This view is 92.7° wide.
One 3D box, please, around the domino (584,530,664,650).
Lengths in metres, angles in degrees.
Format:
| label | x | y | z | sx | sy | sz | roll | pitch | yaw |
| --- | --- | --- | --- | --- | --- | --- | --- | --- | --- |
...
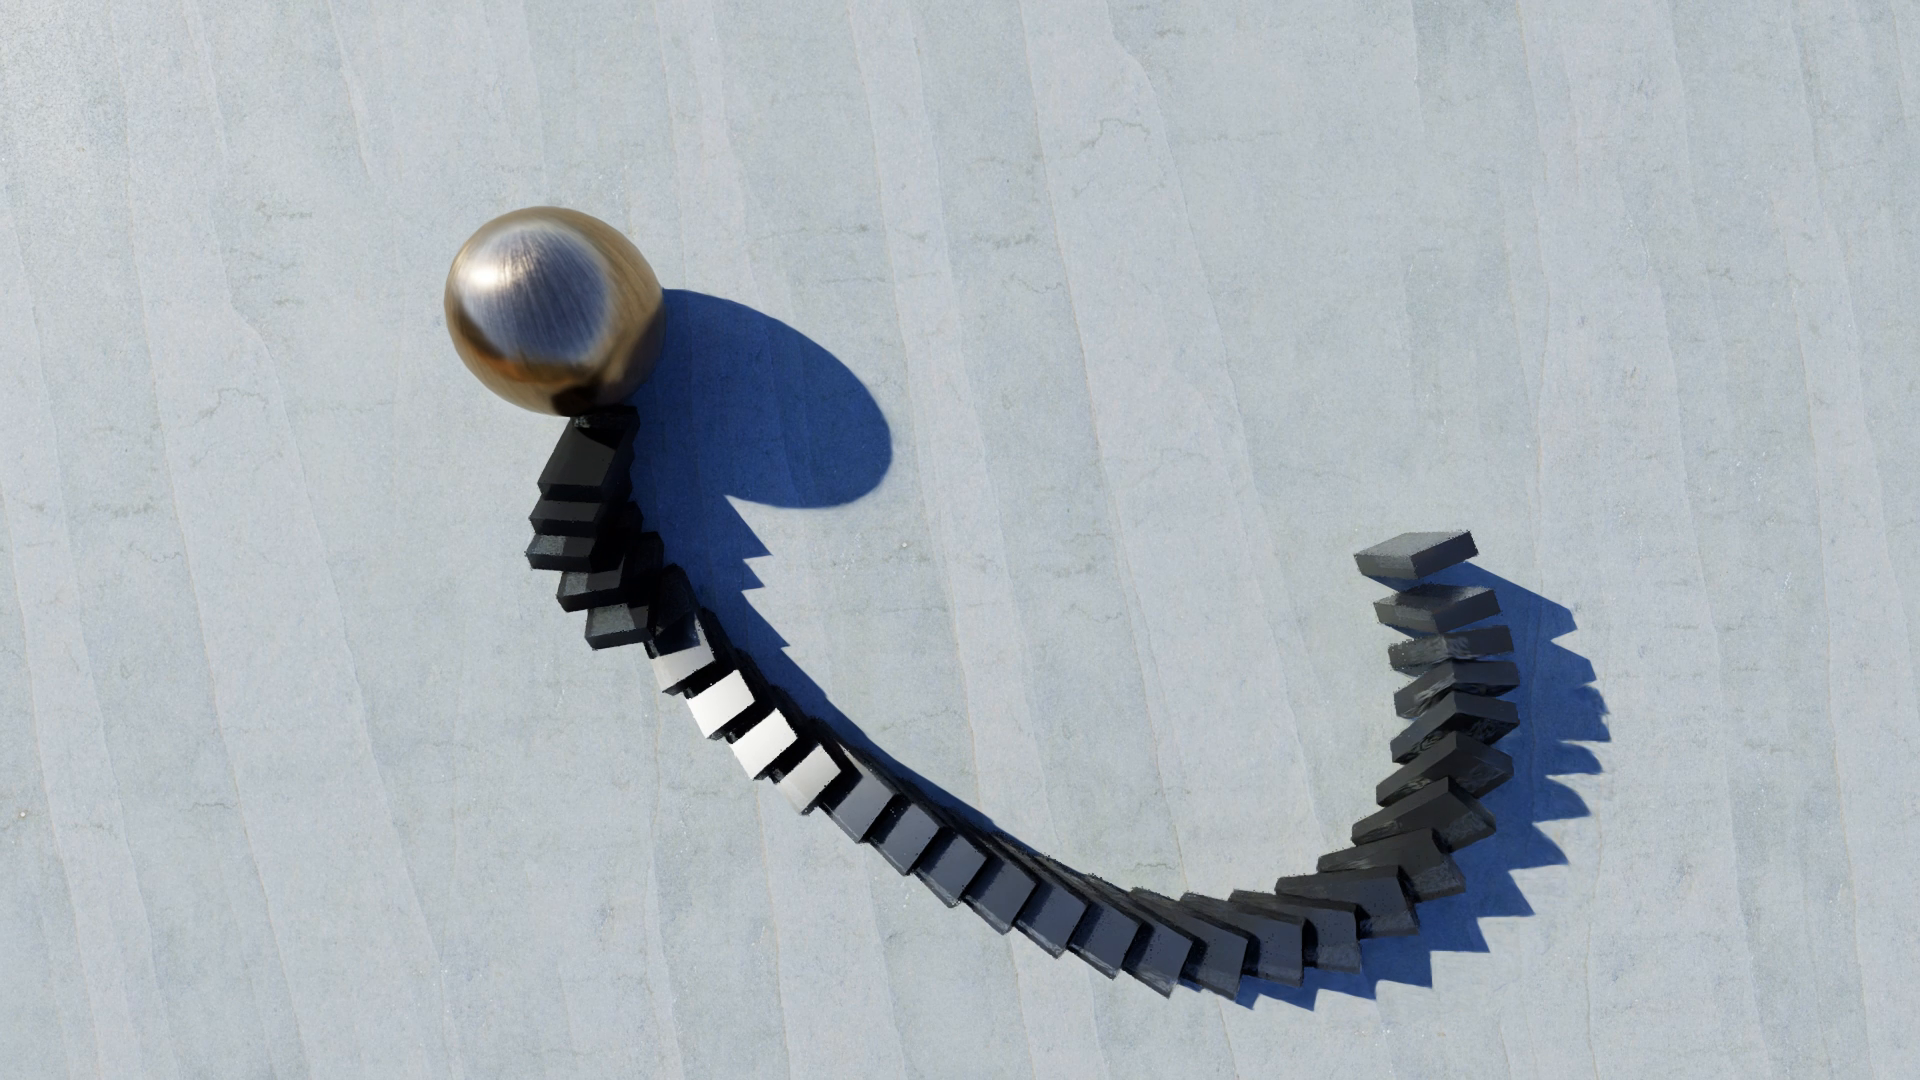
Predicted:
| label | x | y | z | sx | sy | sz | roll | pitch | yaw |
| --- | --- | --- | --- | --- | --- | --- | --- | --- | --- |
| domino | -0.139 | 0.020 | 0.381 | 0.025 | 0.009 | 0.050 | -9 | 51 | 0 |

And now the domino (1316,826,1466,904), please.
| label | x | y | z | sx | sy | sz | roll | pitch | yaw |
| --- | --- | --- | --- | --- | --- | --- | --- | --- | --- |
| domino | 0.179 | 0.139 | 0.382 | 0.050 | 0.009 | 0.025 | -32 | 90 | 34 |

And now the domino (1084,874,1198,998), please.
| label | x | y | z | sx | sy | sz | roll | pitch | yaw |
| --- | --- | --- | --- | --- | --- | --- | --- | --- | --- |
| domino | 0.070 | 0.165 | 0.385 | 0.050 | 0.009 | 0.025 | 23 | 90 | 27 |

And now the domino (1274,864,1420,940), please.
| label | x | y | z | sx | sy | sz | roll | pitch | yaw |
| --- | --- | --- | --- | --- | --- | --- | --- | --- | --- |
| domino | 0.161 | 0.153 | 0.383 | 0.050 | 0.010 | 0.025 | -21 | 90 | 31 |

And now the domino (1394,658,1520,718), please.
| label | x | y | z | sx | sy | sz | roll | pitch | yaw |
| --- | --- | --- | --- | --- | --- | --- | --- | --- | --- |
| domino | 0.202 | 0.062 | 0.375 | 0.025 | 0.050 | 0.009 | 3 | 64 | 0 |

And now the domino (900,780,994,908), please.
| label | x | y | z | sx | sy | sz | roll | pitch | yaw |
| --- | --- | --- | --- | --- | --- | --- | --- | --- | --- |
| domino | -0.013 | 0.127 | 0.385 | 0.050 | 0.010 | 0.025 | 36 | 90 | 25 |

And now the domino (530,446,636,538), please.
| label | x | y | z | sx | sy | sz | roll | pitch | yaw |
| --- | --- | --- | --- | --- | --- | --- | --- | --- | --- |
| domino | -0.155 | -0.023 | 0.379 | 0.025 | 0.010 | 0.050 | 3 | 46 | 1 |

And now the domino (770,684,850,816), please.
| label | x | y | z | sx | sy | sz | roll | pitch | yaw |
| --- | --- | --- | --- | --- | --- | --- | --- | --- | --- |
| domino | -0.071 | 0.088 | 0.385 | 0.025 | 0.010 | 0.050 | -45 | 65 | 0 |

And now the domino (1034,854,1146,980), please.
| label | x | y | z | sx | sy | sz | roll | pitch | yaw |
| --- | --- | --- | --- | --- | --- | --- | --- | --- | --- |
| domino | 0.049 | 0.158 | 0.385 | 0.050 | 0.009 | 0.025 | 26 | 90 | 26 |

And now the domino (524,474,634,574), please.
| label | x | y | z | sx | sy | sz | roll | pitch | yaw |
| --- | --- | --- | --- | --- | --- | --- | --- | --- | --- |
| domino | -0.156 | -0.009 | 0.379 | 0.025 | 0.010 | 0.050 | 4 | 47 | 1 |

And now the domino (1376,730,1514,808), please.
| label | x | y | z | sx | sy | sz | roll | pitch | yaw |
| --- | --- | --- | --- | --- | --- | --- | --- | --- | --- |
| domino | 0.199 | 0.100 | 0.379 | 0.025 | 0.009 | 0.050 | 26 | 135 | 0 |

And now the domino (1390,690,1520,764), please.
| label | x | y | z | sx | sy | sz | roll | pitch | yaw |
| --- | --- | --- | --- | --- | --- | --- | --- | --- | --- |
| domino | 0.202 | 0.080 | 0.377 | 0.025 | 0.050 | 0.010 | 11 | 53 | 0 |

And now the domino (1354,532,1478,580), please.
| label | x | y | z | sx | sy | sz | roll | pitch | yaw |
| --- | --- | --- | --- | --- | --- | --- | --- | --- | --- |
| domino | 0.185 | 0.006 | 0.375 | 0.025 | 0.050 | 0.009 | -22 | 90 | 0 |

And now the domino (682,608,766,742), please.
| label | x | y | z | sx | sy | sz | roll | pitch | yaw |
| --- | --- | --- | --- | --- | --- | --- | --- | --- | --- |
| domino | -0.105 | 0.056 | 0.385 | 0.025 | 0.009 | 0.050 | -36 | 65 | 0 |

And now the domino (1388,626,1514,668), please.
| label | x | y | z | sx | sy | sz | roll | pitch | yaw |
| --- | --- | --- | --- | --- | --- | --- | --- | --- | --- |
| domino | 0.199 | 0.044 | 0.375 | 0.025 | 0.050 | 0.010 | -6 | 77 | 0 |

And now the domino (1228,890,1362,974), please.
| label | x | y | z | sx | sy | sz | roll | pitch | yaw |
| --- | --- | --- | --- | --- | --- | --- | --- | --- | --- |
| domino | 0.140 | 0.163 | 0.384 | 0.050 | 0.009 | 0.025 | -5 | 90 | 29 |

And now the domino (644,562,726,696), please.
| label | x | y | z | sx | sy | sz | roll | pitch | yaw |
| --- | --- | --- | --- | --- | --- | --- | --- | --- | --- |
| domino | -0.120 | 0.037 | 0.385 | 0.025 | 0.010 | 0.050 | -31 | 65 | 0 |

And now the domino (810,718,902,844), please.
| label | x | y | z | sx | sy | sz | roll | pitch | yaw |
| --- | --- | --- | --- | --- | --- | --- | --- | --- | --- |
| domino | -0.051 | 0.101 | 0.385 | 0.050 | 0.009 | 0.025 | 37 | 90 | 25 |

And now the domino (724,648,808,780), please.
| label | x | y | z | sx | sy | sz | roll | pitch | yaw |
| --- | --- | --- | --- | --- | --- | --- | --- | --- | --- |
| domino | -0.089 | 0.073 | 0.385 | 0.025 | 0.010 | 0.050 | -41 | 65 | 1 |

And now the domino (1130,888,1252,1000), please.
| label | x | y | z | sx | sy | sz | roll | pitch | yaw |
| --- | --- | --- | --- | --- | --- | --- | --- | --- | --- |
| domino | 0.094 | 0.168 | 0.384 | 0.050 | 0.010 | 0.025 | 14 | 90 | 27 |

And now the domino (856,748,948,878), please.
| label | x | y | z | sx | sy | sz | roll | pitch | yaw |
| --- | --- | --- | --- | --- | --- | --- | --- | --- | --- |
| domino | -0.032 | 0.114 | 0.385 | 0.050 | 0.009 | 0.025 | 37 | 90 | 25 |

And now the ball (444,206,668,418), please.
| label | x | y | z | sx | sy | sz | roll | pitch | yaw |
| --- | --- | --- | --- | --- | --- | --- | --- | --- | --- |
| ball | -0.157 | -0.089 | 0.360 | 0.080 | 0.080 | 0.080 | 0 | 90 | 0 |

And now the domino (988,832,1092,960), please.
| label | x | y | z | sx | sy | sz | roll | pitch | yaw |
| --- | --- | --- | --- | --- | --- | --- | --- | --- | --- |
| domino | 0.027 | 0.148 | 0.385 | 0.050 | 0.009 | 0.025 | 30 | 90 | 26 |

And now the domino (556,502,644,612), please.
| label | x | y | z | sx | sy | sz | roll | pitch | yaw |
| --- | --- | --- | --- | --- | --- | --- | --- | --- | --- |
| domino | -0.148 | 0.006 | 0.379 | 0.025 | 0.010 | 0.050 | -9 | 46 | 0 |

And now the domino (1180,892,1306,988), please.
| label | x | y | z | sx | sy | sz | roll | pitch | yaw |
| --- | --- | --- | --- | --- | --- | --- | --- | --- | --- |
| domino | 0.118 | 0.167 | 0.384 | 0.050 | 0.010 | 0.025 | 2 | 90 | 28 |

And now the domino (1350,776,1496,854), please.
| label | x | y | z | sx | sy | sz | roll | pitch | yaw |
| --- | --- | --- | --- | --- | --- | --- | --- | --- | --- |
| domino | 0.192 | 0.120 | 0.381 | 0.025 | 0.009 | 0.050 | 40 | 129 | 0 |

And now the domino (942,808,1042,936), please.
| label | x | y | z | sx | sy | sz | roll | pitch | yaw |
| --- | --- | --- | --- | --- | --- | --- | --- | --- | --- |
| domino | 0.007 | 0.138 | 0.385 | 0.050 | 0.010 | 0.025 | 33 | 90 | 25 |

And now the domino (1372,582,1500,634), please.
| label | x | y | z | sx | sy | sz | roll | pitch | yaw |
| --- | --- | --- | --- | --- | --- | --- | --- | --- | --- |
| domino | 0.193 | 0.027 | 0.375 | 0.025 | 0.050 | 0.010 | -20 | 90 | 0 |

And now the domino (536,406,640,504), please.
| label | x | y | z | sx | sy | sz | roll | pitch | yaw |
| --- | --- | --- | --- | --- | --- | --- | --- | --- | --- |
| domino | -0.153 | -0.037 | 0.379 | 0.025 | 0.009 | 0.050 | 3 | 46 | 0 |
